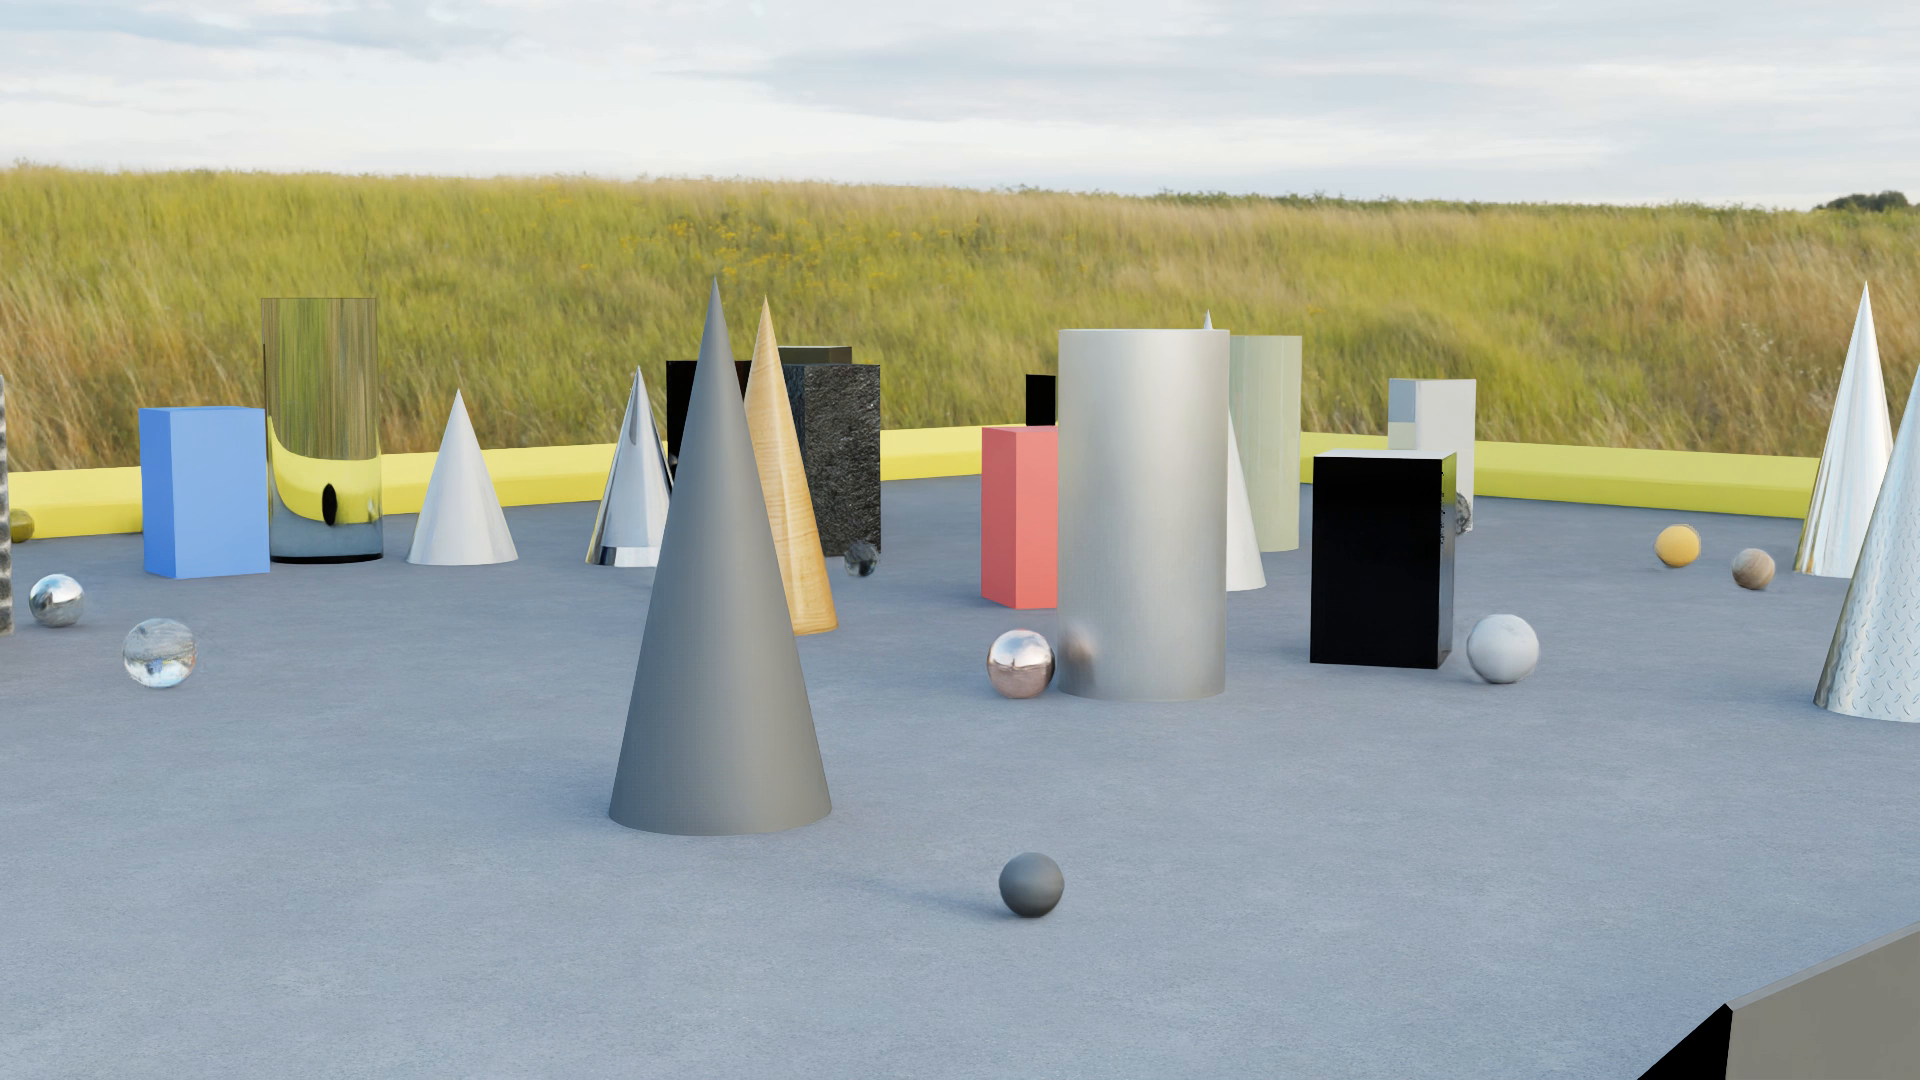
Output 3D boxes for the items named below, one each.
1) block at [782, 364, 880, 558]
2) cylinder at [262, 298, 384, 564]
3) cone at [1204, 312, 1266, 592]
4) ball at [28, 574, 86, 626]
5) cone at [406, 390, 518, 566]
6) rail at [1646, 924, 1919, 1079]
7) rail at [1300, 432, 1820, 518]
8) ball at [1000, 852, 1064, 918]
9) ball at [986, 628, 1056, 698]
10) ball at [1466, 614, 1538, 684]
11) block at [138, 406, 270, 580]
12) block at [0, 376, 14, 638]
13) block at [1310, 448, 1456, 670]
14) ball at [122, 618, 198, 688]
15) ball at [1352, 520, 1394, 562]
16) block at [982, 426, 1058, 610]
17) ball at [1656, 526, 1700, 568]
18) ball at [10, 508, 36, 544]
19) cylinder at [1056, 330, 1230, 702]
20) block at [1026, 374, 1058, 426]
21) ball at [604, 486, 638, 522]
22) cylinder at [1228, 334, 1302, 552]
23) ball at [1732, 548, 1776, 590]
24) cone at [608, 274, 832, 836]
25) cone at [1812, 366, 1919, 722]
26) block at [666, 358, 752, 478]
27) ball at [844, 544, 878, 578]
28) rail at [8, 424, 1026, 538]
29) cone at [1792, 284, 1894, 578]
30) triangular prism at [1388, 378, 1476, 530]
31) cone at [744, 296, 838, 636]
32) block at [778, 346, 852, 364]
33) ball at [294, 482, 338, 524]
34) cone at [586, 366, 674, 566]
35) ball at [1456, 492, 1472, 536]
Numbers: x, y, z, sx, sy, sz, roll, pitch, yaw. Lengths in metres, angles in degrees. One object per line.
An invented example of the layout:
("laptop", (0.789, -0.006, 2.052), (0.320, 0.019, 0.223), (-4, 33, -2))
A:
("block", (-0.256, -0.150, 4.055), (0.159, 0.346, 0.159), (-4, 7, -34))
("cylinder", (-1.144, -0.199, 3.950), (0.199, 0.467, 0.199), (0, 6, 0))
("cone", (0.401, -0.152, 3.580), (0.199, 0.449, 0.199), (0, 6, 0))
("ball", (-1.276, 0.086, 3.109), (0.074, 0.074, 0.074), (0, 6, 0))
("cone", (-0.897, -0.119, 3.947), (0.199, 0.308, 0.199), (0, 6, 0))
("rail", (1.311, 0.181, 1.919), (4.575, 0.129, 0.045), (-5, 8, -42))
("rail", (1.664, -0.125, 4.859), (0.045, 0.129, 3.913), (-5, 8, -42))
("ball", (0.053, 0.254, 1.621), (0.048, 0.048, 0.048), (0, 6, 0))
("ball", (0.070, 0.143, 2.534), (0.080, 0.080, 0.080), (0, 6, 0))
("ball", (0.650, 0.130, 2.635), (0.084, 0.084, 0.084), (0, 6, 0))
("block", (-1.292, -0.085, 3.758), (0.159, 0.279, 0.159), (-5, 8, -38))
("block", (-1.407, -0.042, 2.971), (0.159, 0.357, 0.159), (2, 6, 20))
("block", (0.545, 0.020, 2.826), (0.159, 0.263, 0.159), (2, 6, 19))
("ball", (-0.947, 0.134, 2.603), (0.084, 0.084, 0.084), (0, 6, 0))
("ball", (0.736, 0.000, 3.926), (0.075, 0.075, 0.075), (0, 6, 0))
("block", (0.134, -0.038, 3.378), (0.159, 0.265, 0.159), (-2, 6, -18))
("ball", (1.248, 0.011, 3.825), (0.074, 0.074, 0.074), (0, 6, 0))
("ball", (-1.814, -0.027, 4.226), (0.068, 0.068, 0.068), (0, 6, 0))
("cylinder", (0.214, -0.035, 2.588), (0.199, 0.422, 0.199), (0, 6, 0))
("block", (0.244, -0.179, 4.482), (0.159, 0.316, 0.159), (-4, 7, -31))
("ball", (-0.718, -0.076, 4.656), (0.074, 0.074, 0.074), (0, 6, 0))
("cylinder", (0.543, -0.186, 4.154), (0.199, 0.398, 0.199), (0, 6, 0))
("ball", (1.269, 0.047, 3.518), (0.067, 0.067, 0.067), (0, 6, 0))
("cone", (-0.214, 0.004, 1.945), (0.199, 0.477, 0.199), (0, 6, 0))
("cone", (1.069, -0.011, 2.460), (0.199, 0.400, 0.199), (0, 6, 0))
("block", (-0.492, -0.191, 4.457), (0.159, 0.346, 0.159), (1, 6, 10))
("ball", (-0.166, 0.034, 3.687), (0.057, 0.057, 0.057), (0, 6, 0))
("rail", (-1.311, -0.113, 4.745), (4.575, 0.129, 0.045), (-5, 8, -42))
("cone", (1.532, -0.193, 3.742), (0.199, 0.496, 0.199), (0, 6, 0))
("triangular prism", (0.929, -0.173, 4.472), (0.172, 0.307, 0.149), (-5, 7, -37))
("cone", (-0.271, -0.110, 3.089), (0.199, 0.468, 0.199), (0, 6, 0))
("block", (-0.328, -0.225, 4.664), (0.159, 0.369, 0.159), (2, 6, 14))
("ball", (-1.355, -0.079, 4.621), (0.088, 0.088, 0.088), (0, 6, 0))
("cone", (-0.571, -0.138, 3.923), (0.199, 0.351, 0.199), (0, 6, 0))
("ball", (0.946, -0.050, 4.289), (0.100, 0.100, 0.100), (0, 6, 0))
